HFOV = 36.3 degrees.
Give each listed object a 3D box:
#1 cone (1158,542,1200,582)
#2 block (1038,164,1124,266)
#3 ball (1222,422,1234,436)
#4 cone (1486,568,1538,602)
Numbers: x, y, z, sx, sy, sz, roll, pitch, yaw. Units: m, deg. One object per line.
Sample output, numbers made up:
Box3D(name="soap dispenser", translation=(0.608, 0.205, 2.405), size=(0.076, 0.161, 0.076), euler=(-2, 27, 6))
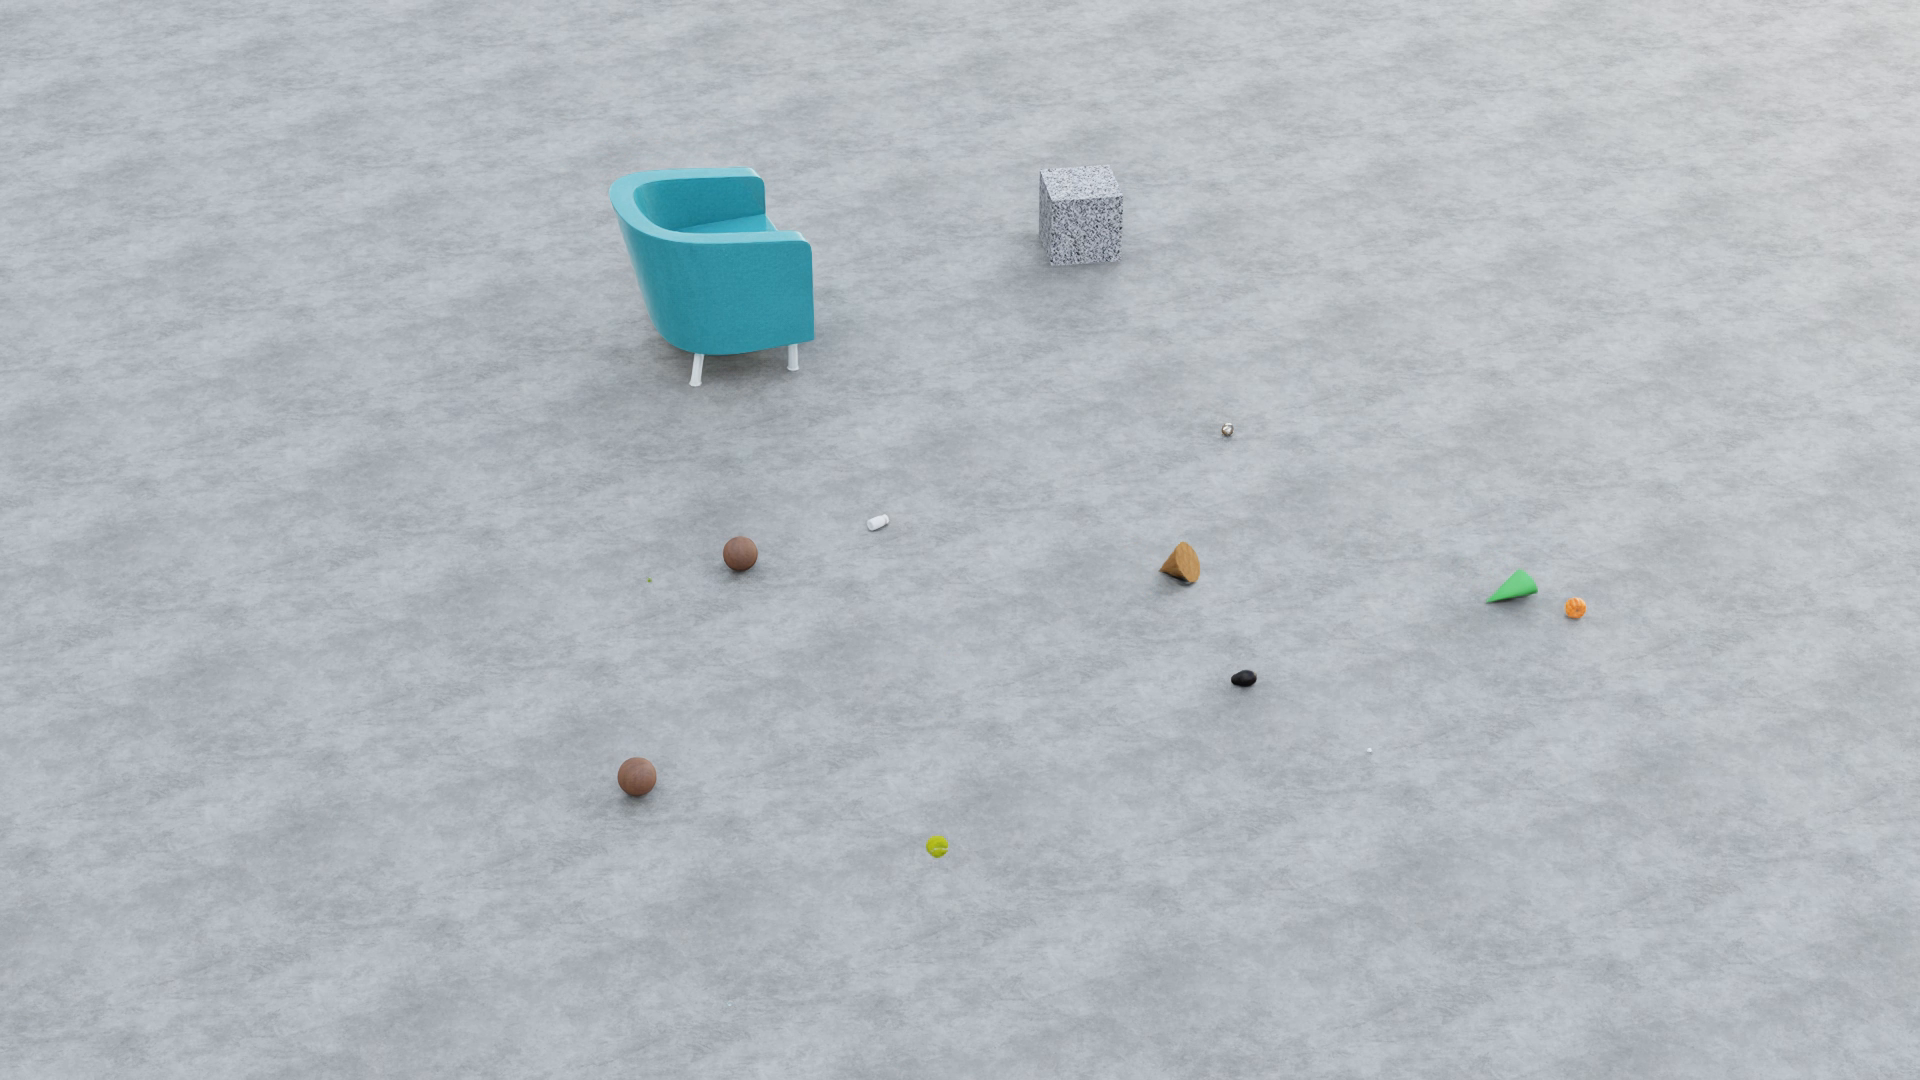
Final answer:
Box3D(name="cone", translation=(0.781, 0.097, 10.735), size=(0.130, 0.163, 0.149), euler=(-18, 62, 33))
Box3D(name="block", translation=(0.526, -1.420, 12.814), size=(0.311, 0.314, 0.310), euler=(-5, 34, -7))
Box3D(name="ball", translation=(1.056, -0.437, 11.561), size=(0.052, 0.052, 0.052), euler=(0, 33, 0))
Box3D(name="cone", translation=(1.975, 0.187, 10.607), size=(0.173, 0.094, 0.205), euler=(-27, 11, -4))
